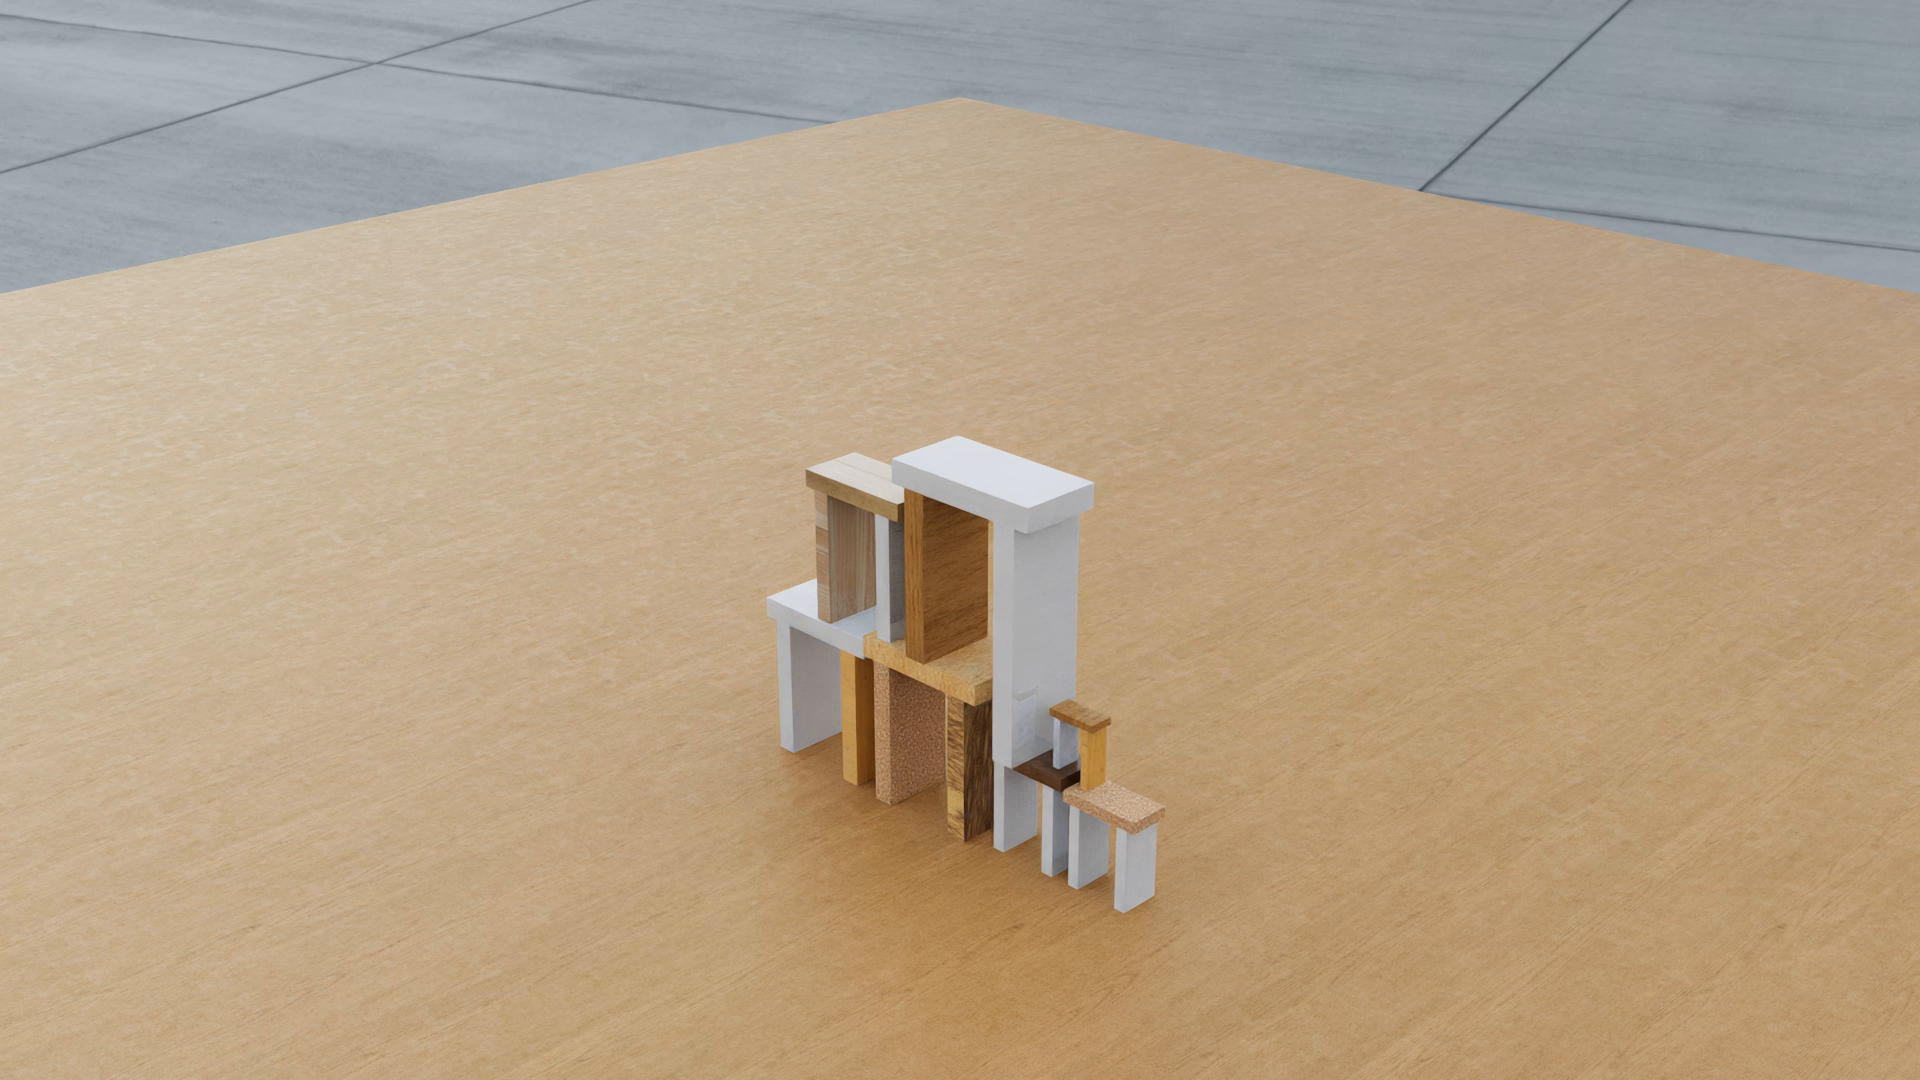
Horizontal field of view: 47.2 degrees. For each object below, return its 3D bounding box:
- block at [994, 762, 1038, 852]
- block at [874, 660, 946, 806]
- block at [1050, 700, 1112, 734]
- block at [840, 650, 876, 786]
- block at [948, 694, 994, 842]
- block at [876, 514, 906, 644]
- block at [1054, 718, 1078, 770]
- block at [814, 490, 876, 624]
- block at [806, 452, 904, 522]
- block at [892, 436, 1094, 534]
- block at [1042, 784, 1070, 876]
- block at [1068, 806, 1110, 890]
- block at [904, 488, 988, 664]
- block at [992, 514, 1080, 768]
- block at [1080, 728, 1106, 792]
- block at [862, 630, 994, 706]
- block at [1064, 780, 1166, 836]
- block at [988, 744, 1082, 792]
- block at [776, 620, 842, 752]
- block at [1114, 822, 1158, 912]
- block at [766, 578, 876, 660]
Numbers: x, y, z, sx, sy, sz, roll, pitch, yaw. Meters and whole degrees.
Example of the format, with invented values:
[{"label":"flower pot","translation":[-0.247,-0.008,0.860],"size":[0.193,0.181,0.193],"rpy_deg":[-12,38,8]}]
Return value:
[{"label":"block","translation":[0.110,0.507,4.318],"size":[0.097,0.193,0.027],"rpy_deg":[-21,31,-41]},{"label":"block","translation":[-0.101,0.369,4.489],"size":[0.044,0.314,0.157],"rpy_deg":[21,31,41]},{"label":"block","translation":[0.225,0.330,4.123],"size":[0.107,0.015,0.054],"rpy_deg":[21,31,40]},{"label":"block","translation":[-0.175,0.345,4.564],"size":[0.042,0.300,0.150],"rpy_deg":[21,31,41]},{"label":"block","translation":[0.047,0.427,4.353],"size":[0.044,0.314,0.157],"rpy_deg":[21,31,41]},{"label":"block","translation":[-0.105,0.059,4.362],"size":[0.134,0.267,0.038],"rpy_deg":[-21,31,-41]},{"label":"block","translation":[0.201,0.376,4.172],"size":[0.015,0.107,0.054],"rpy_deg":[21,31,40]},{"label":"block","translation":[-0.231,0.017,4.481],"size":[0.038,0.284,0.134],"rpy_deg":[21,31,41]},{"label":"block","translation":[-0.167,-0.106,4.361],"size":[0.267,0.038,0.134],"rpy_deg":[21,31,41]},{"label":"block","translation":[0.059,-0.107,4.120],"size":[0.355,0.050,0.178],"rpy_deg":[21,31,41]},{"label":"block","translation":[0.201,0.543,4.234],"size":[0.097,0.193,0.027],"rpy_deg":[-21,31,-41]},{"label":"block","translation":[0.246,0.570,4.192],"size":[0.025,0.175,0.088],"rpy_deg":[21,31,41]},{"label":"block","translation":[-0.025,0.047,4.276],"size":[0.050,0.356,0.178],"rpy_deg":[21,31,41]},{"label":"block","translation":[0.143,0.176,4.149],"size":[0.178,0.493,0.050],"rpy_deg":[-21,31,-40]},{"label":"block","translation":[0.251,0.406,4.129],"size":[0.054,0.128,0.015],"rpy_deg":[-21,31,-41]},{"label":"block","translation":[-0.027,0.233,4.351],"size":[0.314,0.044,0.157],"rpy_deg":[21,31,41]},{"label":"block","translation":[0.288,0.494,4.115],"size":[0.088,0.025,0.175],"rpy_deg":[-21,31,-41]},{"label":"block","translation":[0.156,0.423,4.233],"size":[0.097,0.027,0.194],"rpy_deg":[-21,31,-40]},{"label":"block","translation":[-0.316,0.290,4.694],"size":[0.042,0.300,0.150],"rpy_deg":[21,31,41]},{"label":"block","translation":[0.329,0.602,4.116],"size":[0.025,0.176,0.088],"rpy_deg":[21,31,41]},{"label":"block","translation":[-0.246,0.160,4.562],"size":[0.300,0.042,0.150],"rpy_deg":[21,31,41]}]
